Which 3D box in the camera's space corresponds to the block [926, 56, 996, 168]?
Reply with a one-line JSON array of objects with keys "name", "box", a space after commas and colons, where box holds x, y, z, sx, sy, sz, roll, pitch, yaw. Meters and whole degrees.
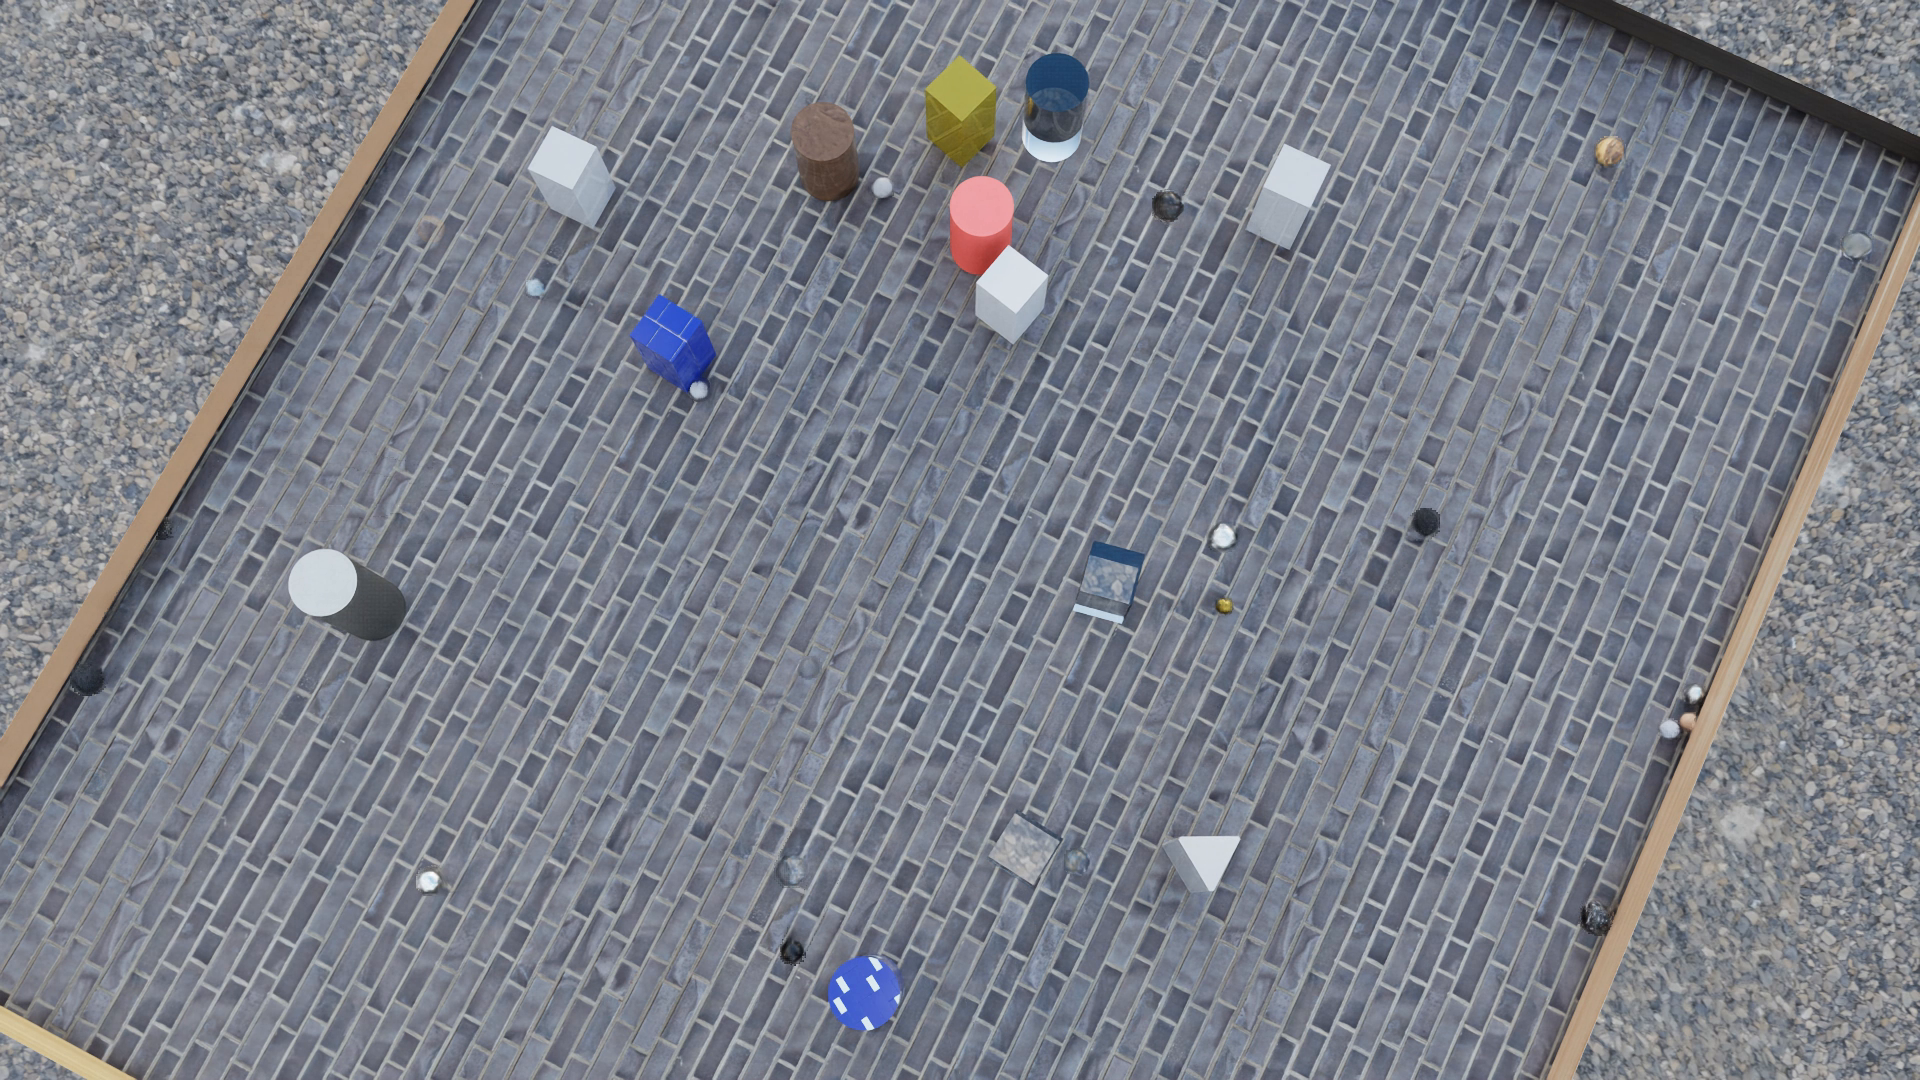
[{"name": "block", "box": [0.003, -1.331, 5.714, 0.153, 0.349, 0.153, 43, 81, 8]}]

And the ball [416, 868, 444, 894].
[{"name": "ball", "box": [-1.554, 1.000, 5.371, 0.075, 0.075, 0.075, 0, 78, 0]}]

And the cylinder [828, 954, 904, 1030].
[{"name": "cylinder", "box": [-0.257, 1.258, 5.122, 0.192, 0.458, 0.192, 0, 78, 0]}]

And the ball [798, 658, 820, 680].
[{"name": "ball", "box": [-0.453, 0.385, 5.503, 0.066, 0.066, 0.066, 0, 78, 0]}]

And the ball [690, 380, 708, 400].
[{"name": "ball", "box": [-0.809, -0.465, 5.683, 0.058, 0.058, 0.058, 0, 78, 0]}]

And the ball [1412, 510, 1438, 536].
[{"name": "ball", "box": [1.418, -0.053, 5.588, 0.077, 0.077, 0.077, 0, 78, 0]}]

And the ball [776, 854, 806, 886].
[{"name": "ball", "box": [-0.495, 0.969, 5.370, 0.091, 0.091, 0.091, 0, 78, 0]}]

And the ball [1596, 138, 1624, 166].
[{"name": "ball", "box": [2.066, -1.235, 5.828, 0.087, 0.087, 0.087, 0, 78, 0]}]

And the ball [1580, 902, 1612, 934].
[{"name": "ball", "box": [1.854, 1.100, 5.343, 0.090, 0.090, 0.090, 0, 78, 0]}]

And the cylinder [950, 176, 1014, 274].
[{"name": "cylinder", "box": [0.065, -0.965, 5.645, 0.192, 0.334, 0.192, 0, 78, 0]}]

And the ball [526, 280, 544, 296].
[{"name": "ball", "box": [-1.333, -0.791, 5.753, 0.053, 0.053, 0.053, 0, 78, 0]}]

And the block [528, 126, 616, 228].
[{"name": "block", "box": [-1.201, -1.122, 5.686, 0.153, 0.318, 0.153, 26, 79, 5]}]

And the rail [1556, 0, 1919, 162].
[{"name": "rail", "box": [1.107, -2.162, 5.999, 4.490, 0.124, 0.045, 26, 80, 5]}]

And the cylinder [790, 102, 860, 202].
[{"name": "cylinder", "box": [-0.416, -1.205, 5.704, 0.192, 0.317, 0.192, 0, 78, 0]}]

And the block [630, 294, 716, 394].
[{"name": "block", "box": [-0.869, -0.592, 5.571, 0.153, 0.328, 0.153, 33, 80, 6]}]

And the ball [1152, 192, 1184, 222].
[{"name": "ball", "box": [0.657, -1.053, 5.785, 0.096, 0.096, 0.096, 0, 78, 0]}]

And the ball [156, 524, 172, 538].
[{"name": "ball", "box": [-2.433, -0.028, 5.598, 0.047, 0.047, 0.047, 0, 78, 0]}]

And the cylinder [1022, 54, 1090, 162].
[{"name": "cylinder", "box": [0.294, -1.342, 5.705, 0.192, 0.371, 0.192, 0, 78, 0]}]

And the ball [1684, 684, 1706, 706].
[{"name": "ball", "box": [2.200, 0.465, 5.489, 0.061, 0.061, 0.061, 0, 78, 0]}]

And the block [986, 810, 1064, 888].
[{"name": "block", "box": [0.184, 0.891, 5.277, 0.153, 0.305, 0.153, 32, 80, 6]}]

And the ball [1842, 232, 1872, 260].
[{"name": "ball", "box": [2.820, -0.926, 5.763, 0.088, 0.088, 0.088, 0, 78, 0]}]

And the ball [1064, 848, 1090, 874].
[{"name": "ball", "box": [0.345, 0.945, 5.384, 0.073, 0.073, 0.073, 0, 78, 0]}]

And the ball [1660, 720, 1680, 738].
[{"name": "ball", "box": [2.118, 0.567, 5.471, 0.055, 0.055, 0.055, 0, 78, 0]}]

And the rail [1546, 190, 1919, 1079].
[{"name": "rail", "box": [1.987, 0.979, 5.349, 0.045, 0.124, 4.999, 26, 80, 5]}]

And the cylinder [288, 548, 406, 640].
[{"name": "cylinder", "box": [-1.781, 0.165, 5.347, 0.192, 0.461, 0.192, 0, 78, 0]}]

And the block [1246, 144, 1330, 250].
[{"name": "block", "box": [1.009, -1.055, 5.657, 0.153, 0.349, 0.153, 26, 79, 5]}]

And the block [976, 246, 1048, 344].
[{"name": "block", "box": [0.156, -0.748, 5.618, 0.153, 0.300, 0.153, 39, 81, 7]}]

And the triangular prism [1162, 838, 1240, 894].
[{"name": "triangular prism", "box": [0.704, 0.893, 5.214, 0.144, 0.427, 0.166, -30, 80, -6]}]

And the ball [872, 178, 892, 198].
[{"name": "ball", "box": [-0.248, -1.116, 5.815, 0.064, 0.064, 0.064, 0, 78, 0]}]

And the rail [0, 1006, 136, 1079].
[{"name": "rail", "box": [-1.107, 2.175, 5.102, 4.490, 0.124, 0.045, 26, 80, 5]}]

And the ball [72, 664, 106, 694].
[{"name": "ball", "box": [-2.608, 0.416, 5.485, 0.088, 0.088, 0.088, 0, 78, 0]}]

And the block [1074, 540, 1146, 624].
[{"name": "block", "box": [0.438, 0.127, 5.416, 0.153, 0.341, 0.153, 15, 79, 3]}]

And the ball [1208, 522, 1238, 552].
[{"name": "ball", "box": [0.799, -0.010, 5.574, 0.087, 0.087, 0.087, 0, 78, 0]}]

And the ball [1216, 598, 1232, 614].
[{"name": "ball", "box": [0.797, 0.200, 5.550, 0.048, 0.048, 0.048, 0, 78, 0]}]

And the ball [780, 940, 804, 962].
[{"name": "ball", "box": [-0.488, 1.198, 5.335, 0.065, 0.065, 0.065, 0, 78, 0]}]

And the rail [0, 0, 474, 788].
[{"name": "rail", "box": [-1.987, -0.966, 5.752, 0.045, 0.124, 4.999, 26, 80, 5]}]

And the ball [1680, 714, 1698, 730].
[{"name": "ball", "box": [2.179, 0.544, 5.477, 0.052, 0.052, 0.052, 0, 78, 0]}]
